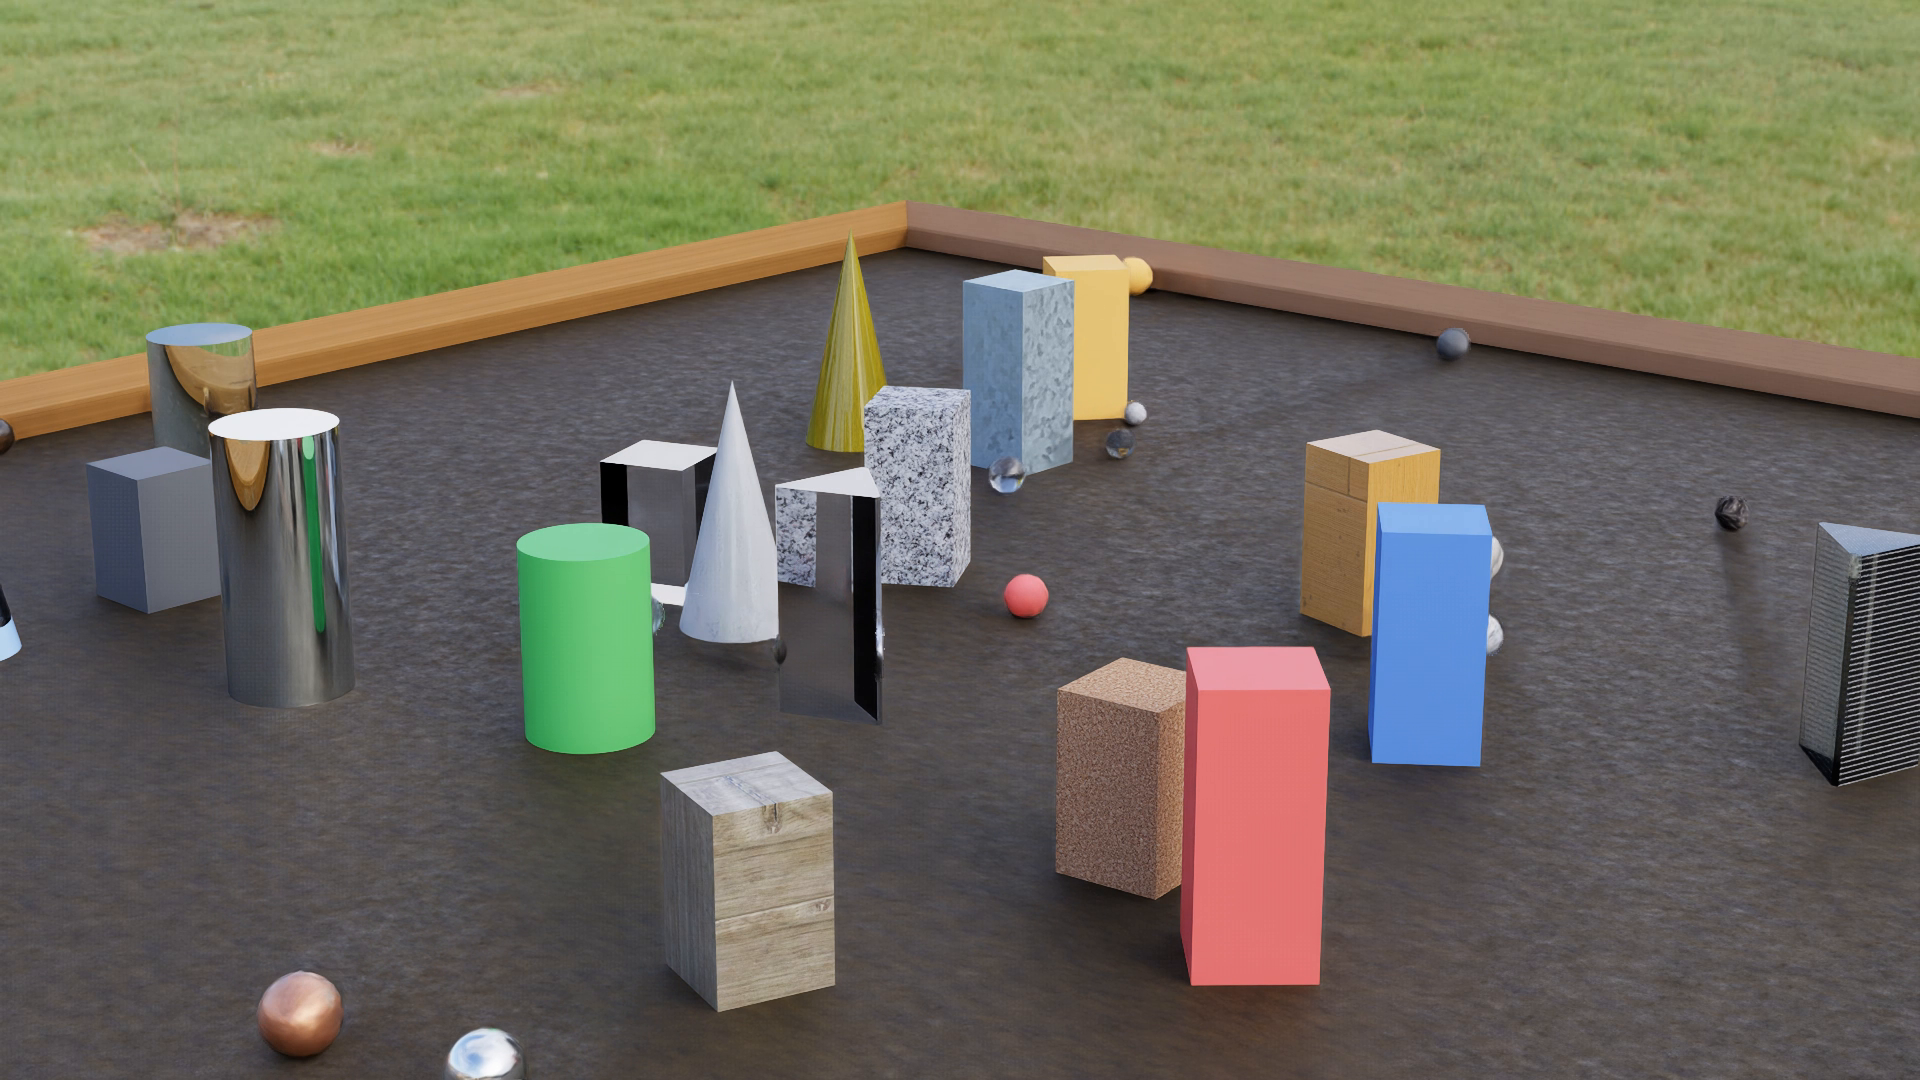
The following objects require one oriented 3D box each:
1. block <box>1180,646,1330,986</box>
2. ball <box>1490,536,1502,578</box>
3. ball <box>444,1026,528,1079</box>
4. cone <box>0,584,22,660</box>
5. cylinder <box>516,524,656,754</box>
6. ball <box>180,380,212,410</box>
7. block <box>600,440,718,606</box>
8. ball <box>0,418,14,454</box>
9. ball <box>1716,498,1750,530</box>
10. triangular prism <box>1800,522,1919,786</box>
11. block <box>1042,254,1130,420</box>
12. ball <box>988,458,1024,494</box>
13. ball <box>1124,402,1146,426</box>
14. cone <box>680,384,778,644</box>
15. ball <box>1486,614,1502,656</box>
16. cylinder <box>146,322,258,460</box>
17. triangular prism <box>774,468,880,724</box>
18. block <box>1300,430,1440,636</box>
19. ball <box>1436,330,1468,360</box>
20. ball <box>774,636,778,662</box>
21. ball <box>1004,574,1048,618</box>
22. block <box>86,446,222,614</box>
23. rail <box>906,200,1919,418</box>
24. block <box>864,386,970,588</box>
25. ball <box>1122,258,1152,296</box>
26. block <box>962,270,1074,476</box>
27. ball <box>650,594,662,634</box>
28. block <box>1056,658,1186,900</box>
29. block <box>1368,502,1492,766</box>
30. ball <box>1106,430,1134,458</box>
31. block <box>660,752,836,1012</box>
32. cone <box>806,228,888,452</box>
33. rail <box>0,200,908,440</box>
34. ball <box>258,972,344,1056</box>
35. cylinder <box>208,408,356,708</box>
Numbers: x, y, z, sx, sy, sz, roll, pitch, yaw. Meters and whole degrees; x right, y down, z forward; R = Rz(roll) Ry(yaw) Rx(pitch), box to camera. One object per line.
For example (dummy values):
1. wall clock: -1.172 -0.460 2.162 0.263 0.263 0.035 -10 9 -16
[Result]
1. block: 0.364 0.342 3.647 0.159 0.387 0.159 0 17 -1
2. ball: 0.914 0.029 5.195 0.094 0.094 0.094 0 17 0
3. ball: -0.535 0.597 3.307 0.095 0.095 0.095 0 17 0
4. cone: -1.654 -0.033 4.781 0.198 0.452 0.198 0 17 0
5. cylinder: -0.565 0.147 4.441 0.198 0.302 0.198 0 17 0
6. ball: -1.666 -0.317 6.395 0.065 0.065 0.065 0 17 0
7. block: -0.518 -0.032 5.138 0.159 0.243 0.159 7 18 21
8. ball: -1.984 -0.213 6.023 0.079 0.079 0.079 0 17 0
9. ball: 1.452 -0.049 5.511 0.061 0.061 0.061 0 17 0
10. triangular prism: 1.308 0.160 4.317 0.172 0.350 0.149 -10 19 -29
11. block: 0.270 -0.439 6.344 0.159 0.326 0.159 -2 17 -8
12. ball: 0.092 -0.126 5.752 0.070 0.070 0.070 0 17 0
13. ball: 0.374 -0.269 6.266 0.047 0.047 0.047 0 17 0
14. cone: -0.378 -0.061 4.917 0.198 0.426 0.198 0 17 0
15. ball: 0.855 0.155 4.815 0.071 0.071 0.071 0 17 0
16. cylinder: -1.451 -0.232 5.639 0.198 0.336 0.198 0 17 0
17. triangular prism: -0.175 0.081 4.554 0.172 0.364 0.149 6 18 20
18. block: 0.695 -0.013 4.975 0.159 0.302 0.159 -11 20 -32
19. ball: 1.148 -0.455 6.839 0.072 0.072 0.072 0 17 0
20. ball: -0.258 0.176 4.722 0.086 0.086 0.086 0 17 0
21. ball: 0.113 0.096 5.007 0.075 0.075 0.075 0 17 0
22. block: -1.399 -0.020 5.106 0.159 0.238 0.159 15 22 40
23. rail: 1.488 -0.462 6.761 4.380 0.129 0.045 14 22 39
24. block: -0.074 -0.097 5.219 0.159 0.320 0.159 3 17 11
25. ball: 0.445 -0.676 7.527 0.098 0.098 0.098 0 17 0
26. block: 0.118 -0.339 5.924 0.159 0.377 0.159 15 22 40
27. ball: -0.540 0.125 4.890 0.087 0.087 0.087 0 17 0
28. block: 0.240 0.318 3.943 0.159 0.262 0.159 12 20 34
29. block: 0.698 0.139 4.372 0.159 0.357 0.159 2 17 5
30. ball: 0.327 -0.198 6.008 0.059 0.059 0.059 0 17 0
31. block: -0.262 0.419 3.620 0.159 0.256 0.159 -9 19 -27
32. cone: -0.225 -0.428 6.087 0.198 0.453 0.198 0 17 0
33. rail: -1.636 -0.377 6.480 0.045 0.129 4.587 14 22 39
34. ball: -0.773 0.556 3.438 0.099 0.099 0.099 0 17 0
35. cylinder: -1.065 0.027 4.615 0.198 0.432 0.198 0 17 0
